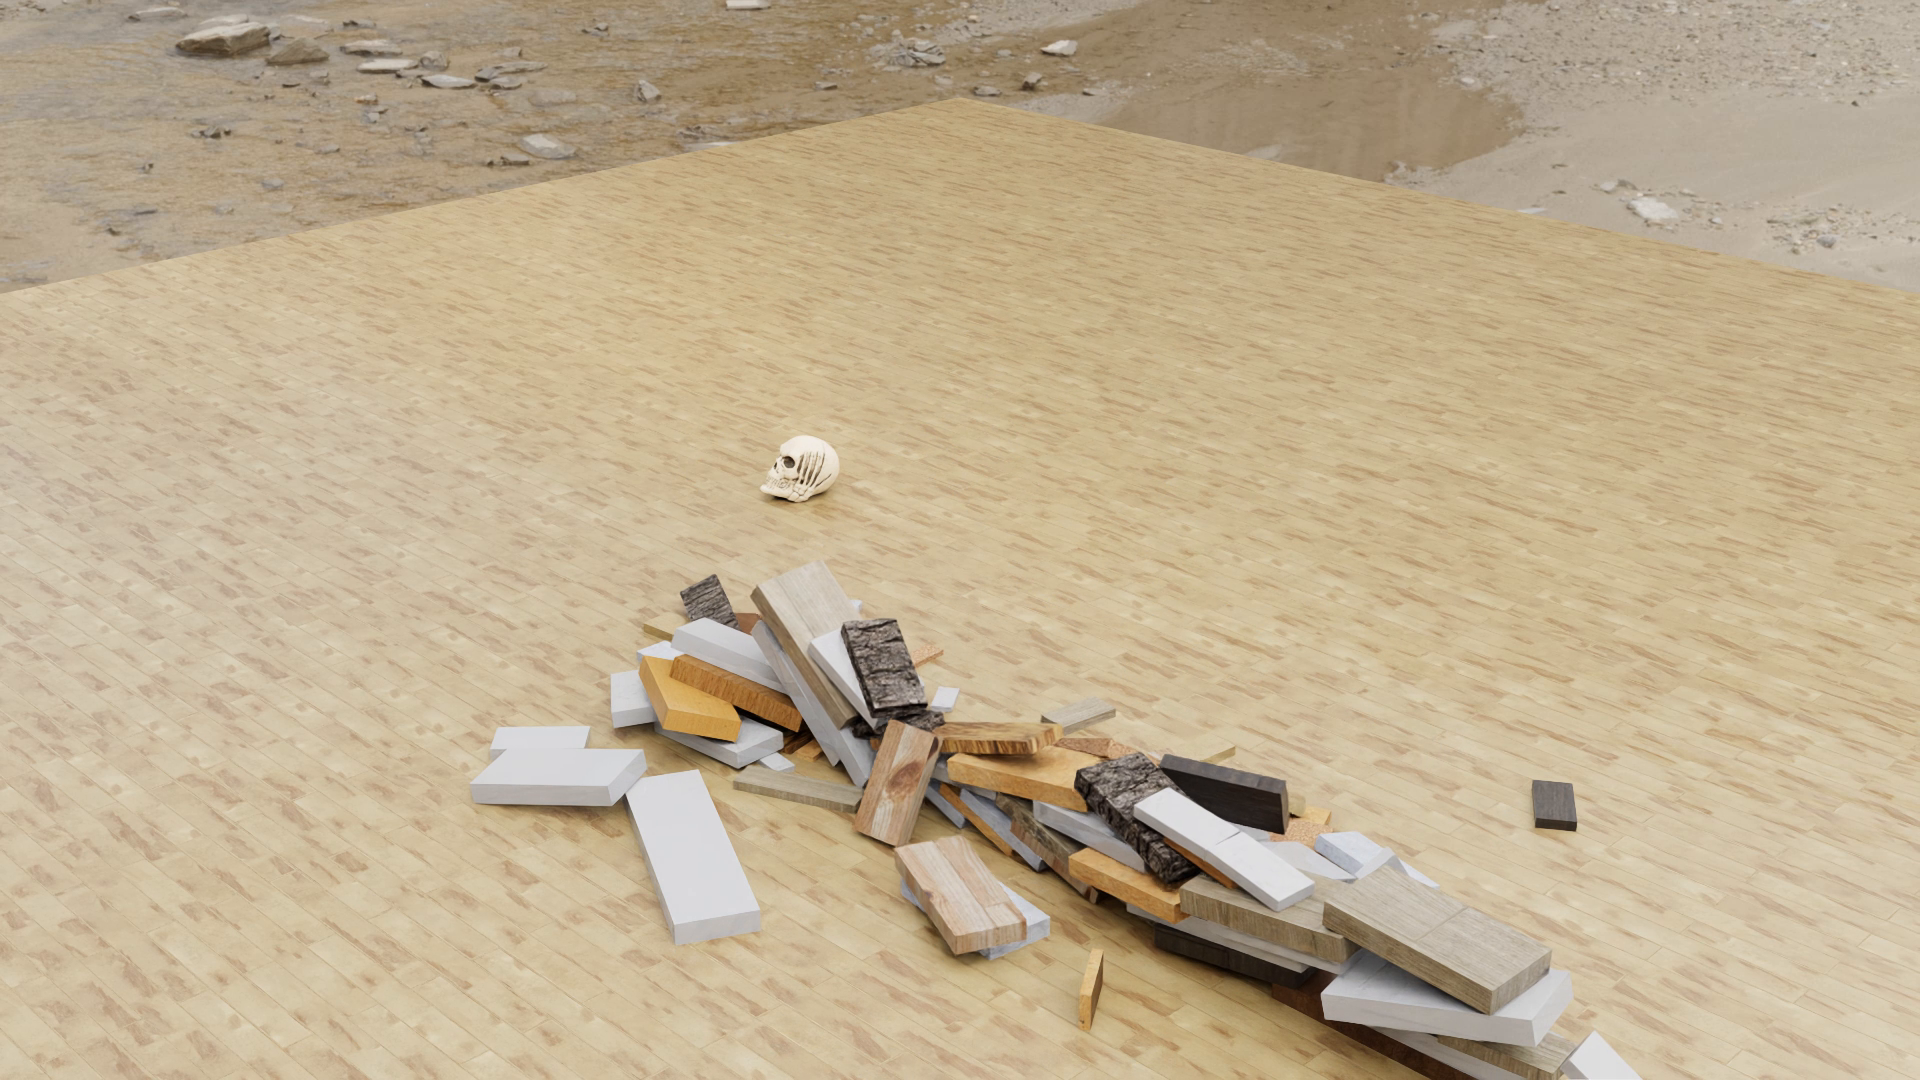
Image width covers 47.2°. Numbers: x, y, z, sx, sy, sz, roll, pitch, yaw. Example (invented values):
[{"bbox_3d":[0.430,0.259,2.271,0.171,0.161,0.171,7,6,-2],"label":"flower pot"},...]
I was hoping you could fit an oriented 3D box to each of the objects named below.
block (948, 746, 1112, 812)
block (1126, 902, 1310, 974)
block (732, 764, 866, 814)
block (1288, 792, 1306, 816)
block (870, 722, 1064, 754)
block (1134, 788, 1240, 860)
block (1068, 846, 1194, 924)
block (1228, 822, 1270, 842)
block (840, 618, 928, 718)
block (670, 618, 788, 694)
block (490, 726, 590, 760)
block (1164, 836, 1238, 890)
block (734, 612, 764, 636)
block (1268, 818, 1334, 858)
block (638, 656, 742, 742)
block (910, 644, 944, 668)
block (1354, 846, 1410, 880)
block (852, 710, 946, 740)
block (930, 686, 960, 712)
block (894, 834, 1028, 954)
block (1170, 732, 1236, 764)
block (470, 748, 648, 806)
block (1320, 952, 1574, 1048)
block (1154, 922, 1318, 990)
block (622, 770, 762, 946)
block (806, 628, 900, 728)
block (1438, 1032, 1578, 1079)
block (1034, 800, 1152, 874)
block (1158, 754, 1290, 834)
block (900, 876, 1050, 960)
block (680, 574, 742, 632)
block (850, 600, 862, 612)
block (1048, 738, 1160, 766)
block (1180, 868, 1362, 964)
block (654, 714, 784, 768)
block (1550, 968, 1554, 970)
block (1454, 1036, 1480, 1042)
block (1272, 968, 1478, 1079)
[{"bbox_3d":[0.150,0.448,4.261,0.322,0.042,0.149,9,22,35],"label":"block"},{"bbox_3d":[0.489,0.674,3.940,0.375,0.038,0.135,13,26,40],"label":"block"},{"bbox_3d":[-0.327,0.513,4.525,0.277,0.020,0.072,9,25,20],"label":"block"},{"bbox_3d":[0.618,0.513,4.410,0.150,0.021,0.075,16,12,6],"label":"block"},{"bbox_3d":[0.007,0.392,4.371,0.096,0.027,0.469,-23,13,-40],"label":"block"},{"bbox_3d":[0.404,0.506,3.926,0.088,0.025,0.176,-22,36,-36],"label":"block"},{"bbox_3d":[0.341,0.615,4.020,0.135,0.038,0.269,-20,25,-37],"label":"block"},{"bbox_3d":[0.467,0.584,4.277,0.242,0.034,0.121,-14,35,-12],"label":"block"},{"bbox_3d":[-0.157,0.261,4.511,0.116,0.033,0.231,-4,48,-23],"label":"block"},{"bbox_3d":[-0.456,0.259,4.826,0.320,0.045,0.160,21,12,13],"label":"block"},{"bbox_3d":[-0.896,0.435,4.701,0.198,0.028,0.099,-1,23,-1],"label":"block"},{"bbox_3d":[0.453,0.551,3.896,0.088,0.025,0.176,-19,34,-33],"label":"block"},{"bbox_3d":[-0.469,0.233,5.127,0.127,0.036,0.255,1,19,-18],"label":"block"},{"bbox_3d":[0.560,0.578,4.355,0.337,0.034,0.121,10,25,22],"label":"block"},{"bbox_3d":[-0.584,0.338,4.731,0.160,0.045,0.320,13,13,-21],"label":"block"},{"bbox_3d":[-0.088,0.269,5.109,0.047,0.013,0.095,19,30,38],"label":"block"},{"bbox_3d":[0.777,0.639,3.877,0.075,0.316,0.021,-40,47,-2],"label":"block"},{"bbox_3d":[-0.127,0.378,4.497,0.096,0.027,0.192,-22,12,-37],"label":"block"},{"bbox_3d":[-0.033,0.356,4.905,0.047,0.013,0.094,4,23,10],"label":"block"},{"bbox_3d":[-0.002,0.653,4.071,0.139,0.039,0.322,-9,24,-19],"label":"block"},{"bbox_3d":[0.499,0.455,4.658,0.159,0.023,0.080,-18,29,-36],"label":"block"},{"bbox_3d":[-0.821,0.483,4.499,0.320,0.045,0.160,-2,21,20],"label":"block"},{"bbox_3d":[0.793,0.744,3.590,0.365,0.047,0.166,-1,18,37],"label":"block"},{"bbox_3d":[0.509,0.715,3.939,0.290,0.041,0.145,11,25,37],"label":"block"},{"bbox_3d":[-0.529,0.607,4.273,0.160,0.045,0.558,-7,24,-17],"label":"block"},{"bbox_3d":[-0.199,0.278,4.526,0.116,0.033,0.231,-22,58,-37],"label":"block"},{"bbox_3d":[0.892,0.820,3.582,0.198,0.028,0.099,17,28,34],"label":"block"},{"bbox_3d":[0.294,0.531,4.134,0.149,0.042,0.299,-18,25,-37],"label":"block"},{"bbox_3d":[0.512,0.492,4.261,0.247,0.123,0.035,11,48,23],"label":"block"},{"bbox_3d":[0.027,0.682,4.103,0.139,0.039,0.277,-16,28,-33],"label":"block"},{"bbox_3d":[-0.577,0.189,5.163,0.099,0.028,0.430,-28,25,-5],"label":"block"},{"bbox_3d":[-0.294,0.180,5.310,0.072,0.020,0.144,7,24,16],"label":"block"},{"bbox_3d":[0.279,0.430,4.364,0.123,0.035,0.247,24,-15,-25],"label":"block"},{"bbox_3d":[0.563,0.629,3.798,0.331,0.047,0.166,12,26,41],"label":"block"},{"bbox_3d":[-0.520,0.412,4.723,0.279,0.036,0.127,17,28,41],"label":"block"},{"bbox_3d":[0.952,0.762,3.925,0.112,0.032,0.223,-18,29,-36],"label":"block"},{"bbox_3d":[0.787,0.775,3.626,0.198,0.028,0.099,1,18,40],"label":"block"},{"bbox_3d":[0.759,0.828,3.757,0.453,0.041,0.145,21,31,41],"label":"block"}]
